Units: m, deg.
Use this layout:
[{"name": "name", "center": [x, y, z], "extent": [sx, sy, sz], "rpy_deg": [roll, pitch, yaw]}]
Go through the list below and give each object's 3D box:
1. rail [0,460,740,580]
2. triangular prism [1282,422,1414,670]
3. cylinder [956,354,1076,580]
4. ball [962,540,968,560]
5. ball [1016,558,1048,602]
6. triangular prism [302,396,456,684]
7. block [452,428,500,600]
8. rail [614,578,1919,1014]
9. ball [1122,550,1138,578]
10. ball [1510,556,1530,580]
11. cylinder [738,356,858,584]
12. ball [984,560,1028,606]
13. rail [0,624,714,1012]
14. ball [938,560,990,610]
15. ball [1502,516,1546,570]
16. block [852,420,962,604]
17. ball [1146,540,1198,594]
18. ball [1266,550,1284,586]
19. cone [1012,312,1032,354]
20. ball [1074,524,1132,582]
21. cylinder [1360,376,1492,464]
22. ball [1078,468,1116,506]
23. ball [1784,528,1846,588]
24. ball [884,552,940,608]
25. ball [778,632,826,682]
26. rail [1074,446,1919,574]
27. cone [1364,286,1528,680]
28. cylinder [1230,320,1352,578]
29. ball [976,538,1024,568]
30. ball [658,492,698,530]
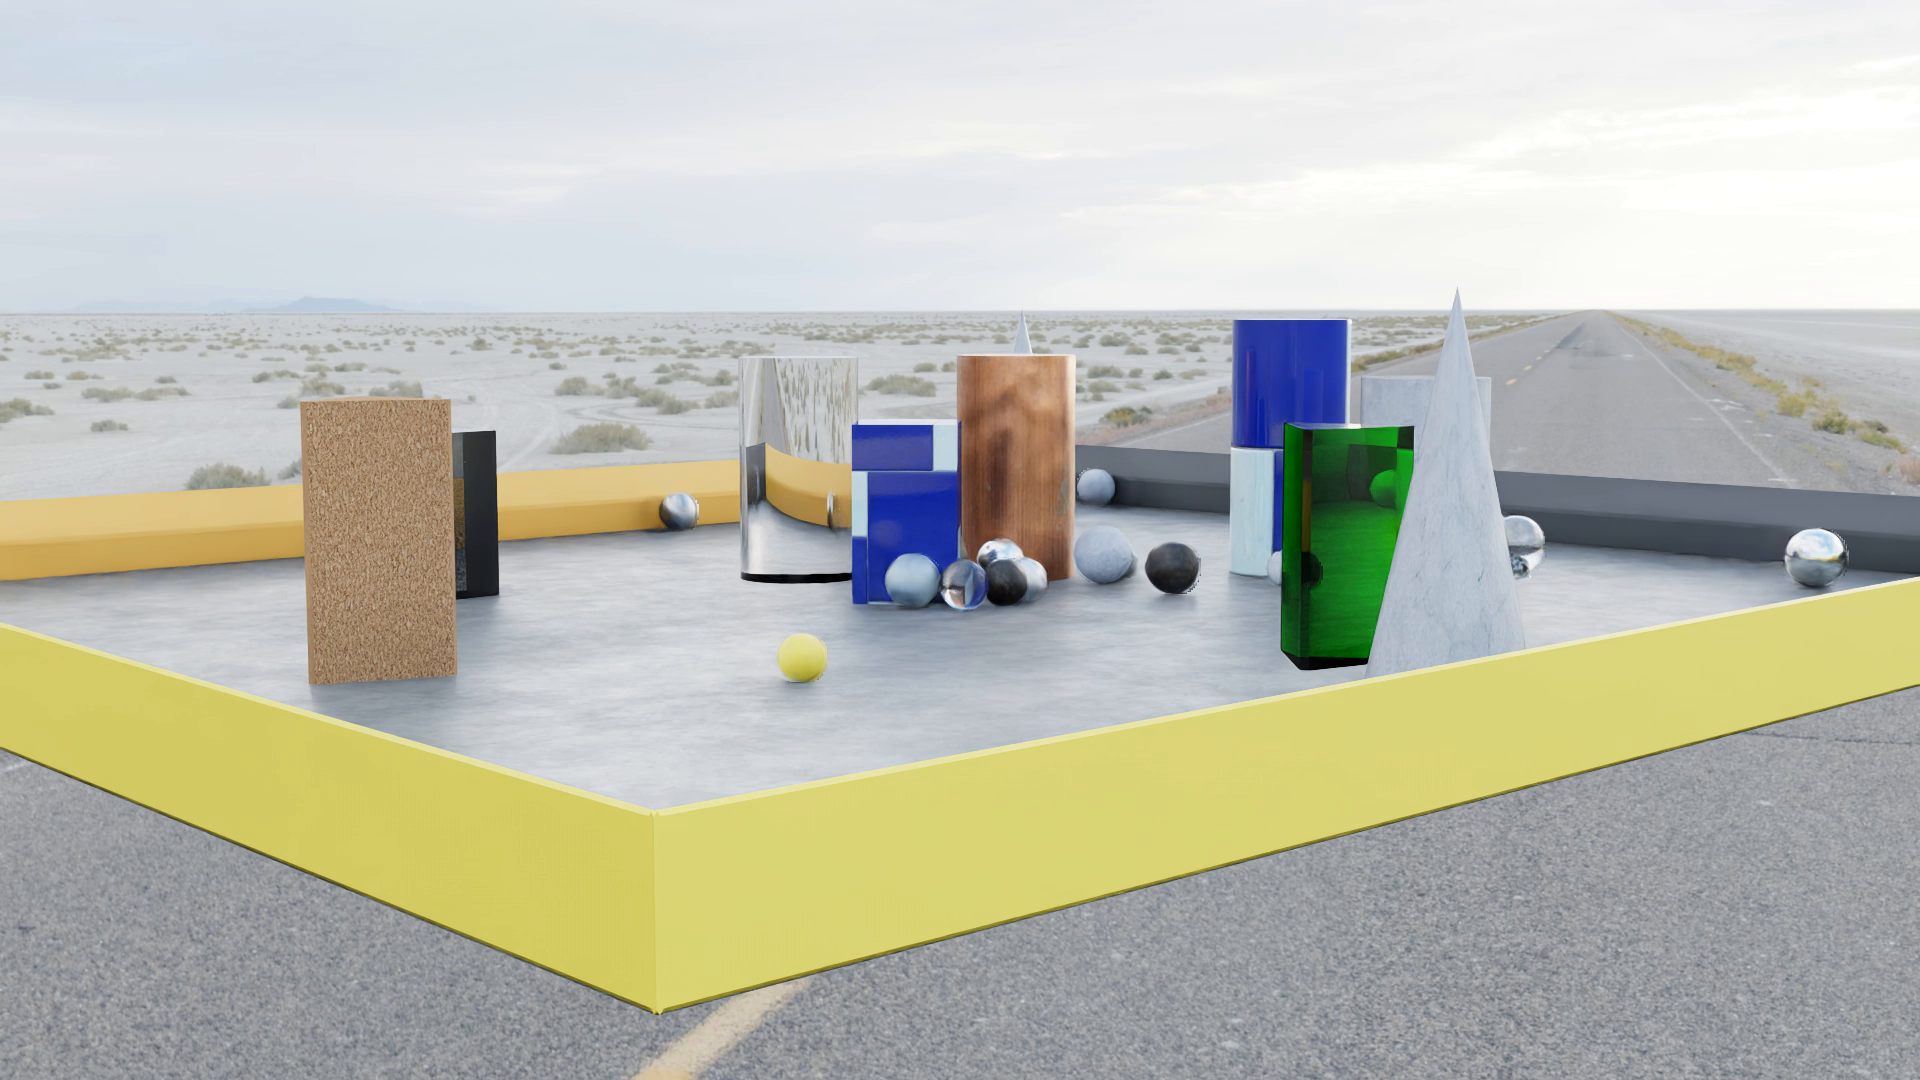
[{"name": "rail", "center": [-0.870, -0.064, 4.270], "extent": [2.935, 0.130, 0.045], "rpy_deg": [-5, 8, -42]}, {"name": "triangular prism", "center": [0.464, 0.002, 2.826], "extent": [0.173, 0.300, 0.150], "rpy_deg": [-3, 7, -30]}, {"name": "cylinder", "center": [0.094, -0.126, 3.704], "extent": [0.200, 0.372, 0.200], "rpy_deg": [0, 6, 0]}, {"name": "ball", "center": [-0.034, 0.029, 3.554], "extent": [0.096, 0.096, 0.096], "rpy_deg": [0, 6, 0]}, {"name": "ball", "center": [0.102, 0.061, 3.387], "extent": [0.066, 0.066, 0.066], "rpy_deg": [0, 6, 0]}, {"name": "triangular prism", "center": [-0.727, -0.006, 2.718], "extent": [0.173, 0.338, 0.150], "rpy_deg": [-3, 6, -23]}, {"name": "block", "center": [-0.838, -0.042, 3.444], "extent": [0.160, 0.259, 0.160], "rpy_deg": [5, 8, 42]}, {"name": "rail", "center": [0.870, 0.131, 2.394], "extent": [2.935, 0.130, 0.045], "rpy_deg": [-5, 8, -42]}, {"name": "ball", "center": [0.275, 0.037, 3.688], "extent": [0.051, 0.051, 0.051], "rpy_deg": [0, 6, 0]}, {"name": "ball", "center": [0.924, 0.047, 3.645], "extent": [0.041, 0.041, 0.041], "rpy_deg": [0, 6, 0]}, {"name": "cylinder", "center": [-0.269, -0.121, 3.680], "extent": [0.200, 0.368, 0.200], "rpy_deg": [0, 6, 0]}, {"name": "ball", "center": [0.067, 0.065, 3.328], "extent": [0.071, 0.071, 0.071], "rpy_deg": [0, 6, 0]}, {"name": "rail", "center": [-1.061, 0.135, 2.358], "extent": [0.045, 0.130, 2.613], "rpy_deg": [-5, 8, -42]}, {"name": "ball", "center": [0.006, 0.067, 3.288], "extent": [0.075, 0.075, 0.075], "rpy_deg": [0, 6, 0]}, {"name": "ball", "center": [0.942, 0.008, 3.729], "extent": [0.100, 0.100, 0.100], "rpy_deg": [0, 6, 0]}, {"name": "block", "center": [-0.081, -0.046, 3.416], "extent": [0.160, 0.274, 0.160], "rpy_deg": [0, 6, 3]}, {"name": "ball", "center": [0.335, 0.043, 3.473], "extent": [0.085, 0.085, 0.085], "rpy_deg": [0, 6, 0]}, {"name": "ball", "center": [0.525, 0.046, 3.564], "extent": [0.059, 0.059, 0.059], "rpy_deg": [0, 6, 0]}, {"name": "cone", "center": [0.115, -0.206, 4.091], "extent": [0.200, 0.451, 0.200], "rpy_deg": [0, 6, 0]}, {"name": "ball", "center": [0.236, 0.022, 3.617], "extent": [0.096, 0.096, 0.096], "rpy_deg": [0, 6, 0]}, {"name": "cylinder", "center": [0.727, -0.084, 3.449], "extent": [0.200, 0.342, 0.200], "rpy_deg": [0, 6, 0]}, {"name": "ball", "center": [0.312, -0.120, 5.025], "extent": [0.086, 0.086, 0.086], "rpy_deg": [0, 6, 0]}, {"name": "ball", "center": [1.383, 0.029, 3.556], "extent": [0.095, 0.095, 0.095], "rpy_deg": [0, 6, 0]}, {"name": "ball", "center": [-0.071, 0.061, 3.304], "extent": [0.083, 0.083, 0.083], "rpy_deg": [0, 6, 0]}, {"name": "ball", "center": [-0.191, 0.141, 2.651], "extent": [0.059, 0.059, 0.059], "rpy_deg": [0, 6, 0]}, {"name": "rail", "center": [1.061, -0.068, 4.305], "extent": [0.045, 0.130, 2.613], "rpy_deg": [-5, 8, -42]}, {"name": "cone", "center": [0.552, -0.048, 2.462], "extent": [0.200, 0.474, 0.200], "rpy_deg": [0, 6, 0]}, {"name": "cylinder", "center": [0.561, -0.159, 3.737], "extent": [0.200, 0.431, 0.200], "rpy_deg": [0, 6, 0]}, {"name": "ball", "center": [0.066, 0.035, 3.583], "extent": [0.078, 0.078, 0.078], "rpy_deg": [0, 6, 0]}, {"name": "ball", "center": [-0.574, -0.058, 4.472], "extent": [0.077, 0.077, 0.077], "rpy_deg": [0, 6, 0]}]
